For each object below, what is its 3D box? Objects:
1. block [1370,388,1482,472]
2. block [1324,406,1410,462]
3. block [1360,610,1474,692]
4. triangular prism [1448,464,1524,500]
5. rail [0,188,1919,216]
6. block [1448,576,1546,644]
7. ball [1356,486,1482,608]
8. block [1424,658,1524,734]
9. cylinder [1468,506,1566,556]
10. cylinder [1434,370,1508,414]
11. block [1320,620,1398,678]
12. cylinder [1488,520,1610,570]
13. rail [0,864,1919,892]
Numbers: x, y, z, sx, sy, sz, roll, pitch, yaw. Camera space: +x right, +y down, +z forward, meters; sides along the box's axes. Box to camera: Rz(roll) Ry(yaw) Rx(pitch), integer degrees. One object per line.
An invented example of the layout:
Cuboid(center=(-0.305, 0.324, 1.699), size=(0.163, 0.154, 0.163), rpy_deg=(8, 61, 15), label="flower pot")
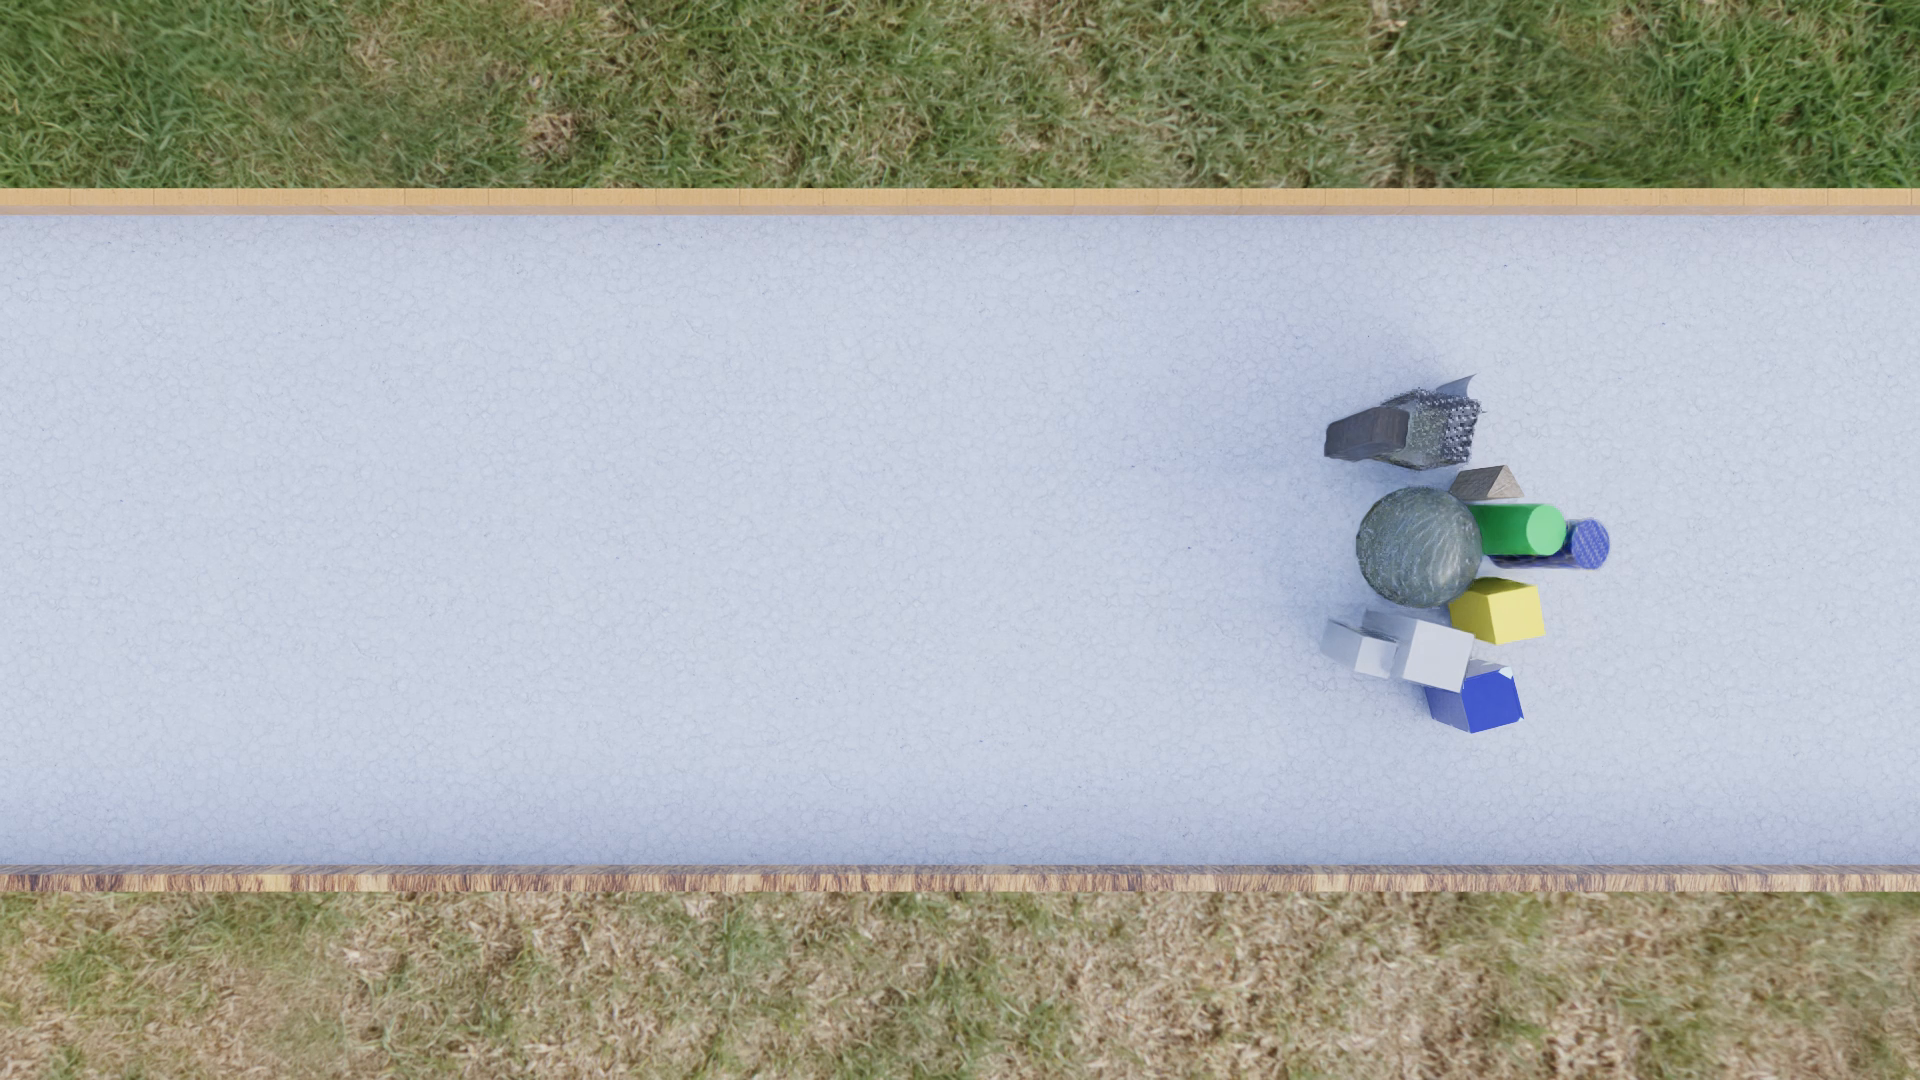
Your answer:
Cuboid(center=(1.359, -0.318, 4.856), size=(0.172, 0.433, 0.172), rpy_deg=(13, 89, -1), label="block")
Cuboid(center=(1.195, -0.309, 4.868), size=(0.100, 0.403, 0.100), rpy_deg=(10, 86, -6), label="block")
Cuboid(center=(1.324, 0.321, 4.846), size=(0.169, 0.447, 0.169), rpy_deg=(15, 90, -5), label="block")
Cuboid(center=(1.543, -0.168, 4.869), size=(0.105, 0.415, 0.091), rpy_deg=(0, 90, 0), label="triangular prism")
Cuboid(center=(-2.247, -1.025, 5.002), size=(12.000, 0.150, 0.050), rpy_deg=(0, 90, 0), label="rail")
Cuboid(center=(1.579, 0.204, 4.882), size=(0.144, 0.379, 0.144), rpy_deg=(-11, 93, -1), label="block")
Cuboid(center=(1.344, 0.021, 4.830), size=(0.358, 0.358, 0.358), rpy_deg=(0, 90, 0), label="ball")
Cuboid(center=(1.509, 0.456, 4.883), size=(0.157, 0.388, 0.157), rpy_deg=(-15, 90, 0), label="block")
Cuboid(center=(1.595, -0.029, 4.873), size=(0.146, 0.377, 0.146), rpy_deg=(0, 91, -24), label="cylinder")
Cuboid(center=(1.505, -0.424, 4.895), size=(0.117, 0.361, 0.117), rpy_deg=(0, 89, -1), label="cylinder")
Cuboid(center=(1.177, 0.320, 4.891), size=(0.103, 0.357, 0.103), rpy_deg=(13, 94, -5), label="block")
Cuboid(center=(1.739, 0.015, 4.889), size=(0.145, 0.345, 0.145), rpy_deg=(0, 90, -24), label="cylinder")
Cuboid(center=(-2.247, 1.025, 5.001), size=(12.000, 0.150, 0.050), rpy_deg=(0, 90, 0), label="rail")
